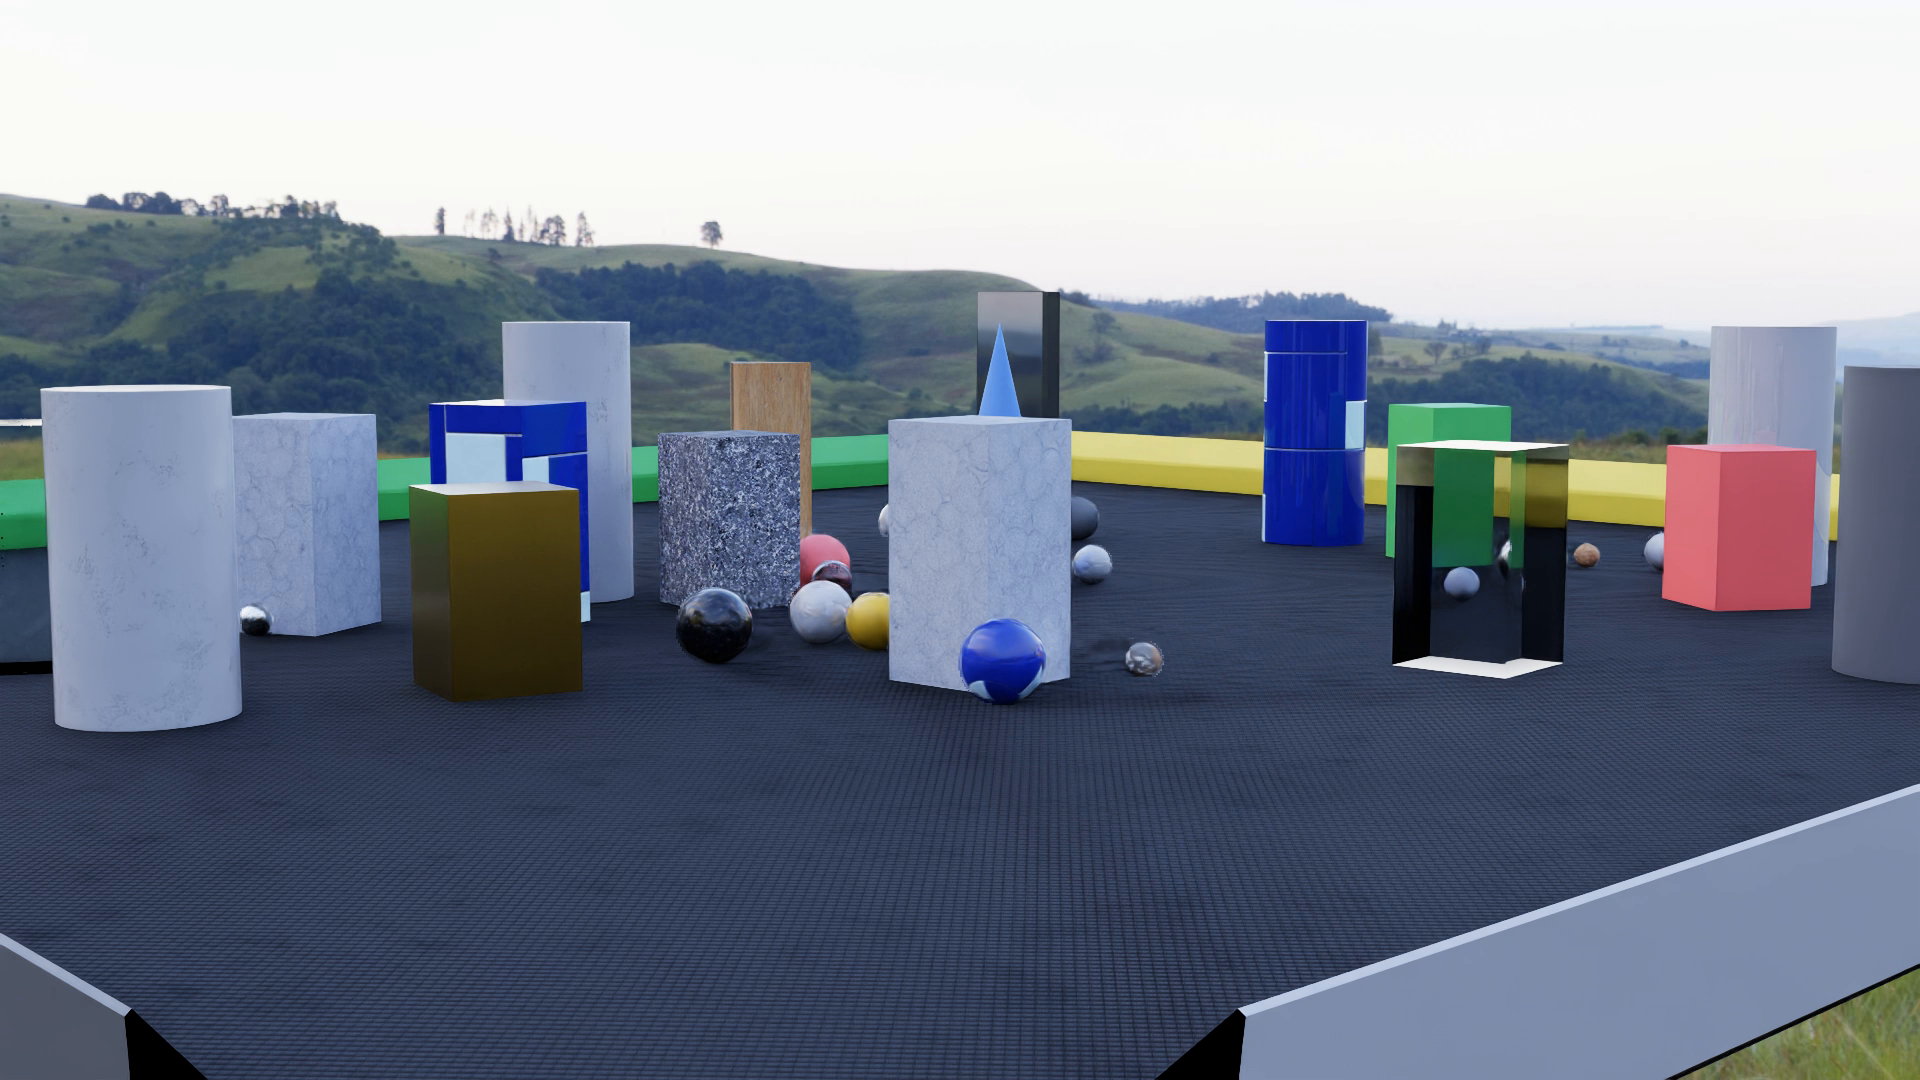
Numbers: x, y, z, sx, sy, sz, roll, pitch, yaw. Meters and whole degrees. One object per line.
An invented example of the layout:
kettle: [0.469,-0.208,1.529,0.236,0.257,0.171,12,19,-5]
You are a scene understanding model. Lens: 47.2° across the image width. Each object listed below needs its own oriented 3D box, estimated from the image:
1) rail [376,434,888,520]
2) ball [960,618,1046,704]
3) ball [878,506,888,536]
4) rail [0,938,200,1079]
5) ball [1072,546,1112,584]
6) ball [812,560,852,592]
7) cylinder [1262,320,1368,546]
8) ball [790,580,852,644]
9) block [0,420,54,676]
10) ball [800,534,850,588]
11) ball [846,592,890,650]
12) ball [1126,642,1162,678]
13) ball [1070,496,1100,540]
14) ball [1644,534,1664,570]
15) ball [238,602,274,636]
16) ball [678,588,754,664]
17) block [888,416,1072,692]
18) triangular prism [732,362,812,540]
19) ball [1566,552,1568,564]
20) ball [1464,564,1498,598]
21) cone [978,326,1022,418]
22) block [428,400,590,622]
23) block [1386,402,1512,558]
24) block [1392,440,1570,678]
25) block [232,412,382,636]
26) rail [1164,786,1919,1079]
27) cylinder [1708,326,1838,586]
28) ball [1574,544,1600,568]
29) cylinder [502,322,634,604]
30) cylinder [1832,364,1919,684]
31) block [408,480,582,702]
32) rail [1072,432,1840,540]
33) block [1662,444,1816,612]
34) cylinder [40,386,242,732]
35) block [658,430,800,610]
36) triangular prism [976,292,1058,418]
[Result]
rail: [-1.209,-0.104,4.635,3.730,0.126,0.045,-5,8,-42]
ball: [0.049,0.137,2.491,0.097,0.097,0.097,0,6,0]
ball: [-0.123,-0.038,4.284,0.070,0.070,0.070,0,6,0]
rail: [-1.353,0.163,2.090,0.045,0.126,3.614,-5,8,-42]
ball: [0.214,0.041,3.572,0.063,0.063,0.063,0,6,0]
ball: [-0.196,0.062,3.364,0.063,0.063,0.063,0,6,0]
cylinder: [0.680,-0.208,4.215,0.194,0.423,0.194,0,6,0]
ball: [-0.185,0.096,2.933,0.085,0.085,0.085,0,6,0]
block: [-1.195,0.006,2.740,0.155,0.305,0.155,-2,6,-14]
ball: [-0.219,0.038,3.436,0.096,0.096,0.096,0,6,0]
ball: [-0.111,0.106,2.880,0.077,0.077,0.077,0,6,0]
ball: [0.222,0.145,2.666,0.043,0.043,0.043,0,6,0]
ball: [0.229,-0.042,4.258,0.083,0.083,0.083,0,6,0]
ball: [1.203,0.020,3.758,0.064,0.064,0.064,0,6,0]
ball: [-0.962,0.109,3.004,0.046,0.046,0.046,0,6,0]
ball: [-0.308,0.108,2.773,0.095,0.095,0.095,0,6,0]
block: [0.024,0.012,2.644,0.155,0.313,0.155,5,8,40]
triangular prism: [-0.392,-0.165,4.178,0.168,0.345,0.146,-5,8,-38]
ball: [0.944,0.030,3.571,0.083,0.083,0.083,0,6,0]
ball: [0.805,0.063,3.400,0.053,0.053,0.053,0,6,0]
cone: [0.063,-0.133,3.501,0.194,0.423,0.194,0,6,0]
block: [-0.634,-0.037,3.106,0.155,0.314,0.155,3,7,24]
block: [0.869,-0.103,3.921,0.155,0.275,0.155,-2,6,-18]
block: [0.652,0.019,2.755,0.155,0.276,0.155,5,8,41]
block: [-0.928,-0.026,3.088,0.155,0.296,0.155,2,6,19]
rail: [1.209,0.170,2.029,3.730,0.126,0.045,-5,8,-42]
cylinder: [1.329,-0.142,3.613,0.194,0.417,0.194,0,6,0]
ball: [1.085,0.026,3.804,0.042,0.042,0.042,0,6,0]
cylinder: [-0.606,-0.124,3.406,0.194,0.425,0.194,0,6,0]
cylinder: [1.178,-0.024,2.689,0.194,0.375,0.194,0,6,0]
block: [-0.548,0.056,2.590,0.155,0.237,0.155,-3,7,-30]
rail: [1.353,-0.097,4.574,0.045,0.126,3.614,-5,8,-42]
block: [1.178,-0.022,3.331,0.155,0.236,0.155,-1,6,-11]
cylinder: [-0.892,0.014,2.402,0.194,0.359,0.194,0,6,0]
block: [-0.350,-0.032,3.332,0.155,0.257,0.155,-5,7,-37]
triangular prism: [0.144,-0.239,4.249,0.168,0.478,0.146,5,8,40]
